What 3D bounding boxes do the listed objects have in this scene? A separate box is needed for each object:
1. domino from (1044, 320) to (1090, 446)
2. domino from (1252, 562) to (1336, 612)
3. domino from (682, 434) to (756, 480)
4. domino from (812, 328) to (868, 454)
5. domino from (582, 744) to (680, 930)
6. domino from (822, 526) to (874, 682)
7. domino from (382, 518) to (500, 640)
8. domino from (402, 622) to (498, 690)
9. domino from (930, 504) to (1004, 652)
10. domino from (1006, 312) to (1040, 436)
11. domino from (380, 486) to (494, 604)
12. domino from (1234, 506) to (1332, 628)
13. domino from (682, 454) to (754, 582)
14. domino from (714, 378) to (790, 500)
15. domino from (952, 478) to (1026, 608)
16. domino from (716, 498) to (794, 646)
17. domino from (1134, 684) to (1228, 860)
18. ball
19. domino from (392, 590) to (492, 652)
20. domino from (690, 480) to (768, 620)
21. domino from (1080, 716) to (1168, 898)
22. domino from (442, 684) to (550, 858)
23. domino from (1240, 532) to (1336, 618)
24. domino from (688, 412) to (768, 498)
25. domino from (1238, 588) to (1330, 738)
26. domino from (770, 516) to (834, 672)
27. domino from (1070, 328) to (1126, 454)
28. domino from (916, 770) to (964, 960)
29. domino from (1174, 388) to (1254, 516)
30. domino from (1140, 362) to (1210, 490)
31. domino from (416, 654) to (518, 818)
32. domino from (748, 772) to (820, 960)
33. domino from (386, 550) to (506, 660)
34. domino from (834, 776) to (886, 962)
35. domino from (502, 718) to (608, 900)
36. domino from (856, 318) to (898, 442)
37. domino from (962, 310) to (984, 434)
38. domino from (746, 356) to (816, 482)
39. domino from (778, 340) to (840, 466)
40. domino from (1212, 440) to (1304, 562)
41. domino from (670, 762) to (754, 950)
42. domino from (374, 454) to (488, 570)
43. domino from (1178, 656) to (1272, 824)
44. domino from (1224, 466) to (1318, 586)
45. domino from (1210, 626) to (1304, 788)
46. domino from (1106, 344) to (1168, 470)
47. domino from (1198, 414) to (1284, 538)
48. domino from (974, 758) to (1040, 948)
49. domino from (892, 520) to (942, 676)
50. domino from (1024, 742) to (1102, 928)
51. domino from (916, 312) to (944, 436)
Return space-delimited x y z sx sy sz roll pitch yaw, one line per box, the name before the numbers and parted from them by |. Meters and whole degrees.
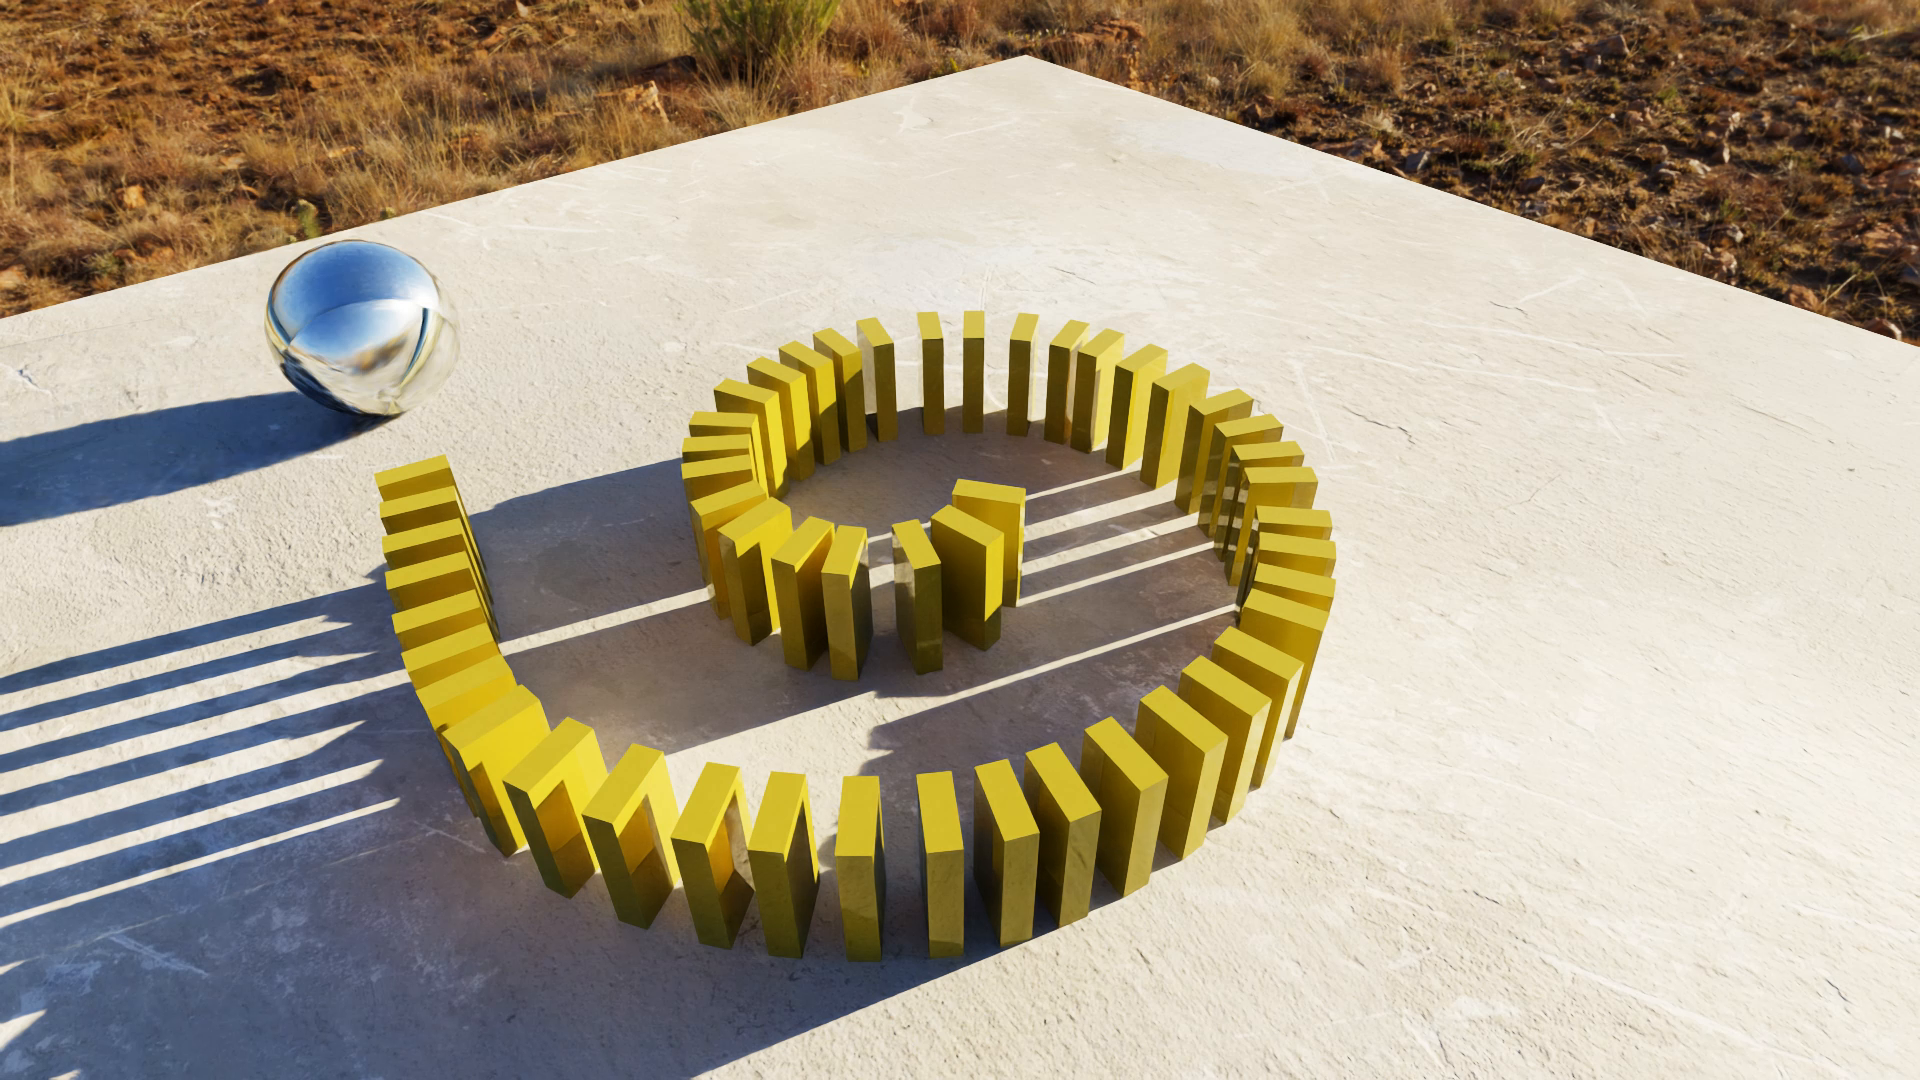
domino | 0.048 -0.071 0.498 0.009 0.050 0.025 17 42 19
domino | 0.109 0.032 0.372 0.025 0.050 0.010 13 41 15
domino | -0.092 -0.018 0.433 0.025 0.050 0.009 -4 39 -4
domino | -0.054 -0.067 0.493 0.009 0.050 0.025 -25 46 -27
domino | -0.090 0.084 0.309 0.010 0.050 0.025 12 41 14
domino | -0.039 0.023 0.384 0.009 0.050 0.025 6 40 7
domino | -0.183 0.018 0.390 0.025 0.050 0.010 -16 42 -19
domino | -0.155 0.052 0.348 0.025 0.050 0.010 -22 44 -25
domino | 0.002 0.014 0.394 0.025 0.050 0.009 28 47 30
domino | 0.029 -0.075 0.503 0.010 0.050 0.025 7 40 9
domino | -0.192 0.006 0.404 0.025 0.050 0.010 -16 42 -19
domino | 0.116 0.011 0.398 0.025 0.050 0.009 4 40 5
domino | -0.090 -0.008 0.421 0.025 0.050 0.009 -9 40 -11
domino | -0.087 -0.041 0.462 0.025 0.050 0.009 17 42 20
domino | 0.010 0.002 0.409 0.025 0.050 0.010 9 40 11
domino | -0.071 0.012 0.397 0.010 0.050 0.025 29 47 30
domino | 0.063 0.070 0.327 0.010 0.050 0.025 -27 46 -29
ball | -0.273 -0.097 0.506 0.080 0.080 0.080 0 39 0
domino | -0.164 0.042 0.361 0.025 0.050 0.009 -19 43 -22
domino | -0.082 0.004 0.406 0.025 0.050 0.009 -22 44 -25
domino | 0.045 0.078 0.317 0.010 0.050 0.025 -21 44 -24
domino | -0.133 0.069 0.327 0.009 0.050 0.025 30 48 31
domino | 0.114 0.021 0.386 0.025 0.050 0.010 8 40 9
domino | -0.093 -0.028 0.446 0.025 0.050 0.010 3 39 4
domino | 0.103 0.041 0.361 0.025 0.050 0.009 18 43 21
domino | -0.053 0.019 0.388 0.009 0.050 0.025 17 42 19
domino | 0.061 -0.066 0.492 0.009 0.050 0.025 24 45 26
domino | -0.005 0.090 0.302 0.010 0.050 0.025 -5 40 -6
domino | 0.105 -0.036 0.456 0.025 0.050 0.010 -19 43 -22
domino | 0.092 -0.048 0.470 0.025 0.050 0.010 -27 46 -29
domino | -0.145 0.061 0.337 0.025 0.050 0.009 -26 46 -28
domino | -0.048 0.090 0.302 0.009 0.050 0.025 4 40 5
domino | -0.175 0.029 0.376 0.025 0.050 0.010 -17 42 -20
domino | -0.027 0.091 0.301 0.010 0.050 0.025 0 39 0
domino | -0.113 0.078 0.317 0.009 0.050 0.025 18 43 21
domino | -0.038 -0.073 0.500 0.010 0.050 0.025 -14 41 -17
domino | 0.006 -0.077 0.505 0.010 0.050 0.025 1 39 1
domino | -0.077 -0.052 0.475 0.025 0.050 0.010 25 46 27
domino | -0.066 -0.060 0.485 0.025 0.050 0.010 32 49 33
domino | 0.116 -0.014 0.429 0.025 0.050 0.010 -5 40 -6
domino | -0.067 0.088 0.304 0.009 0.050 0.025 7 40 9
domino | -0.201 -0.006 0.419 0.025 0.050 0.010 -20 43 -23
domino | 0.078 0.062 0.336 0.010 0.050 0.025 -32 49 -33
domino | 0.117 -0.004 0.417 0.025 0.050 0.009 -1 39 -1
domino | 0.090 0.053 0.347 0.025 0.050 0.010 28 47 29
domino | 0.077 -0.058 0.482 0.010 0.050 0.025 31 48 32
domino | 0.112 -0.025 0.442 0.025 0.050 0.010 -11 41 -14
domino | 0.012 0.087 0.305 0.009 0.050 0.025 -11 41 -13
domino | -0.015 0.021 0.386 0.009 0.050 0.025 -13 41 -15
domino | 0.027 0.084 0.309 0.010 0.050 0.025 -16 42 -19
domino | -0.013 -0.076 0.504 0.010 0.050 0.025 -5 40 -6
